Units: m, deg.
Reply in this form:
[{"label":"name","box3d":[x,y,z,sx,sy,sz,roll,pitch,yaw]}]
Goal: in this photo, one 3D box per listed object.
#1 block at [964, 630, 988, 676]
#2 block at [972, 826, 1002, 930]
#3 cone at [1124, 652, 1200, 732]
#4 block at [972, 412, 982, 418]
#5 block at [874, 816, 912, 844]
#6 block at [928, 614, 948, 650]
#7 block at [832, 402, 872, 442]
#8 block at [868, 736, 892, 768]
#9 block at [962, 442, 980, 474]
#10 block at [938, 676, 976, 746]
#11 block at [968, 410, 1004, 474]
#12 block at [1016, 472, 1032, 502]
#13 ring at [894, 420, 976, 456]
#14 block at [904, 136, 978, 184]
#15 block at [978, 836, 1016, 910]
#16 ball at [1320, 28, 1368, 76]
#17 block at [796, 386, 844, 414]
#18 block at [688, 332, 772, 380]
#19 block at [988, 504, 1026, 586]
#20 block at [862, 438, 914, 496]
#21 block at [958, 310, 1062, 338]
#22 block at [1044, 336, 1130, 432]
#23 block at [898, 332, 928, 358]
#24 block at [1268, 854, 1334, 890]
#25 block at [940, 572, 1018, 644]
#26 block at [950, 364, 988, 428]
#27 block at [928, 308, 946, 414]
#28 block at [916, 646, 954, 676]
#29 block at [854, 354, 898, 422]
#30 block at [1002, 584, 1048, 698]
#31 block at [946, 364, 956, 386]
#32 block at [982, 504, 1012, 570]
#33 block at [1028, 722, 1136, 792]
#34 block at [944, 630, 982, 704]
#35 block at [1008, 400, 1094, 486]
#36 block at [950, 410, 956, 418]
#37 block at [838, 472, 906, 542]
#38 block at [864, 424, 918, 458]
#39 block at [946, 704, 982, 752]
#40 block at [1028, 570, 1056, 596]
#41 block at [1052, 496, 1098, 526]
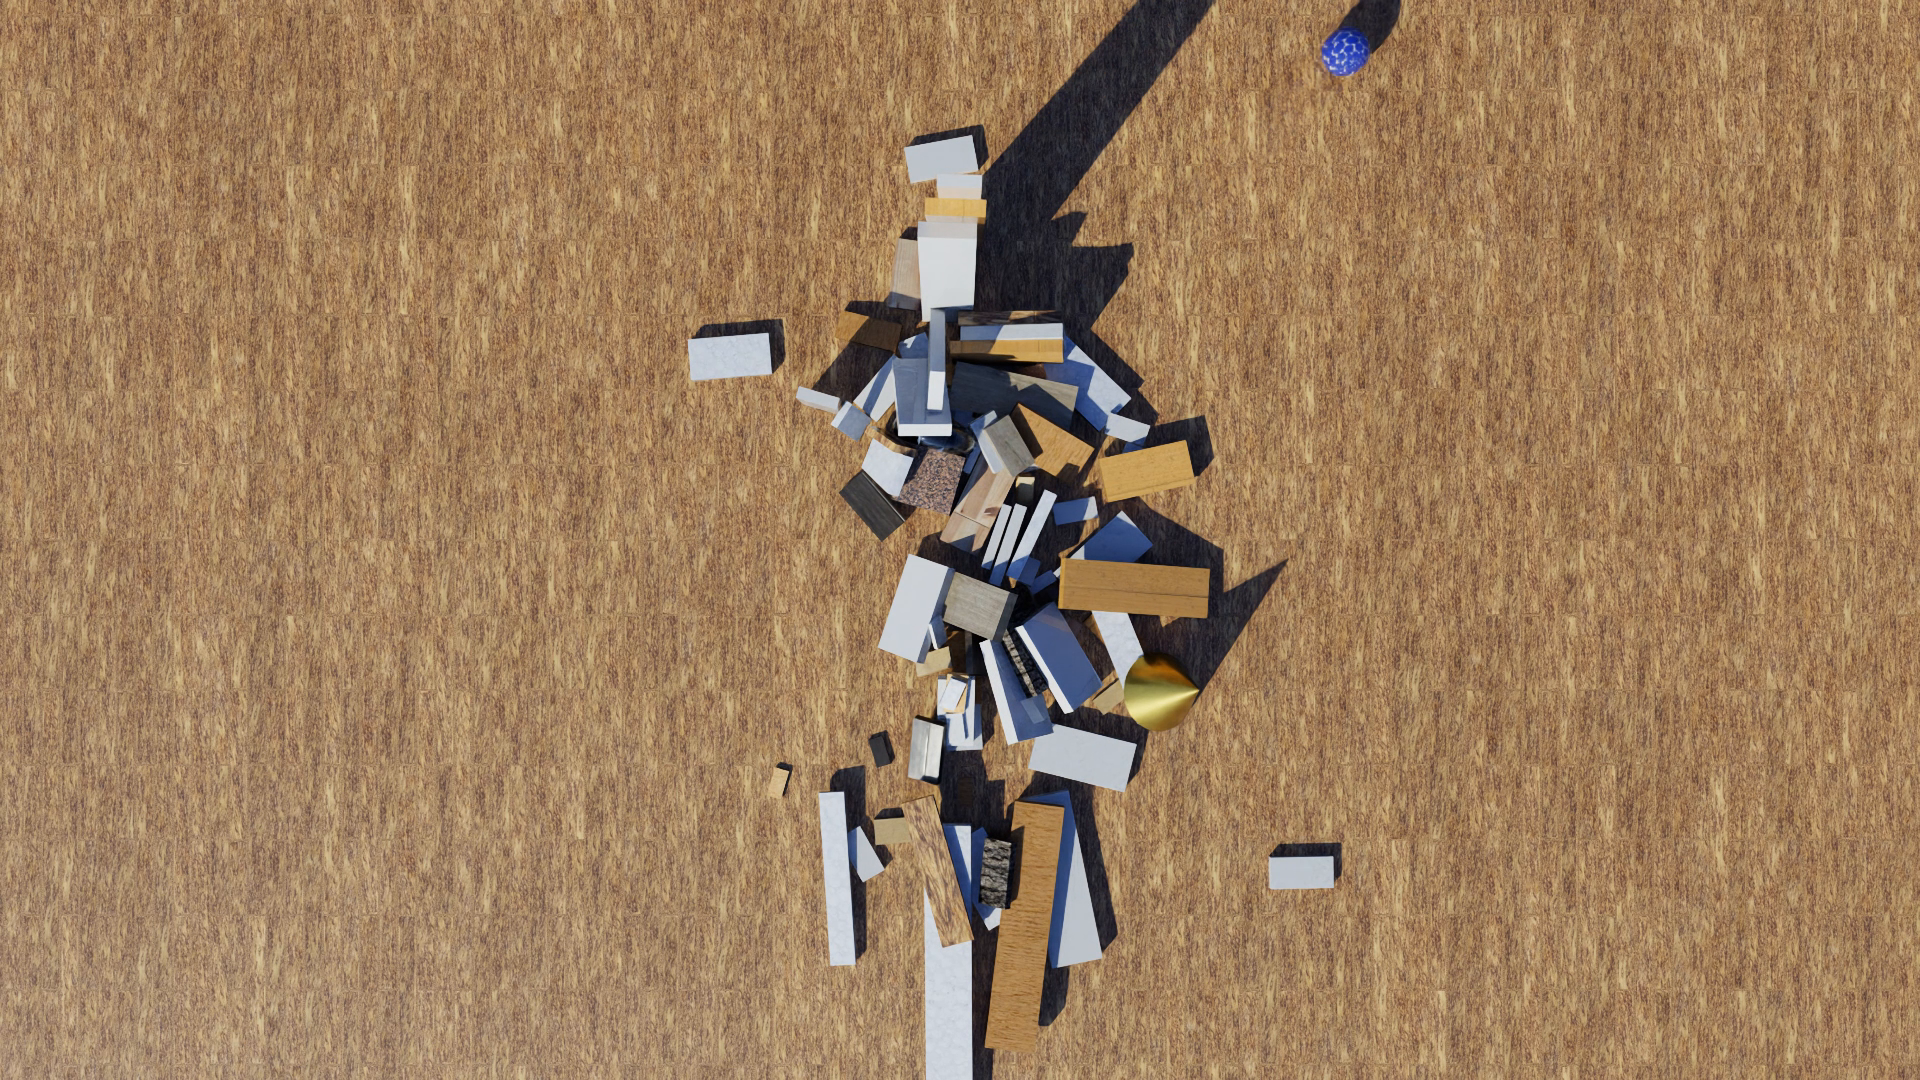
[{"label":"block","box3d":[0.067,0.337,5.432,0.109,0.031,0.218,8,76,-43]},{"label":"block","box3d":[0.086,1.120,5.478,0.153,0.043,0.307,-30,90,0]},{"label":"cone","box3d":[0.707,0.488,5.328,0.261,0.261,0.261,3,83,-22]},{"label":"block","box3d":[0.116,-0.426,5.463,0.140,0.020,0.070,12,92,-3]},{"label":"block","box3d":[-0.200,0.964,5.488,0.167,0.024,0.084,-5,90,0]},{"label":"block","box3d":[-0.072,0.301,5.407,0.053,0.015,0.106,-42,134,-34]},{"label":"block","box3d":[-0.355,-0.388,5.410,0.026,0.183,0.091,33,90,21]},{"label":"block","box3d":[-0.268,0.705,5.493,0.049,0.014,0.097,-18,90,0]},{"label":"block","box3d":[0.058,-0.304,5.416,0.026,0.091,0.183,24,90,-1]},{"label":"block","box3d":[-0.014,0.560,5.406,0.120,0.034,0.240,1,111,-1]},{"label":"block","box3d":[0.108,-0.319,5.365,0.092,0.026,0.184,-31,106,-11]},{"label":"block","box3d":[0.210,-0.173,5.473,0.050,0.014,0.101,0,114,0]},{"label":"ring","box3d":[-0.082,-0.345,5.369,0.280,0.280,0.093,16,95,0]},{"label":"block","box3d":[-0.062,-1.266,5.484,0.229,0.032,0.114,-10,90,0]},{"label":"block","box3d":[0.123,1.092,5.410,0.108,0.031,0.217,6,90,38]},{"label":"ball","box3d":[1.265,-1.603,5.423,0.154,0.154,0.154,0,90,0]},{"label":"block","box3d":[-0.451,-0.451,5.366,0.134,0.268,0.038,16,90,0]},{"label":"block","box3d":[-0.763,-0.608,5.481,0.268,0.038,0.134,-5,90,0]},{"label":"block","box3d":[0.156,0.016,5.432,0.039,0.136,0.273,19,90,0]},{"label":"block","box3d":[-0.237,-0.251,5.362,0.038,0.268,0.134,16,104,-27]},{"label":"block","box3d":[0.161,-0.708,5.414,0.334,0.167,0.047,-1,84,0]},{"label":"block","box3d":[0.404,-0.520,5.478,0.305,0.043,0.153,44,90,0]},{"label":"block","box3d":[-0.125,-0.576,5.485,0.103,0.029,0.206,-22,90,0]},{"label":"block","box3d":[1.135,1.104,5.485,0.209,0.030,0.104,-1,90,0]},{"label":"block","box3d":[0.030,0.207,5.372,0.328,0.046,0.164,20,90,42]},{"label":"block","box3d":[0.044,-0.482,5.485,0.103,0.029,0.206,38,90,0]},{"label":"block","box3d":[-0.076,-0.576,5.276,0.047,0.330,0.165,3,134,-3]},{"label":"block","box3d":[-0.084,0.402,5.451,0.136,0.019,0.068,-18,72,28]},{"label":"block","box3d":[-0.246,-0.503,5.469,0.103,0.029,0.206,41,97,4]},{"label":"block","box3d":[0.217,0.330,5.422,0.049,0.171,0.343,-25,90,44]},{"label":"block","box3d":[-0.059,-0.544,5.461,0.139,0.020,0.070,-4,90,0]},{"label":"block","box3d":[0.119,-0.011,5.446,0.031,0.109,0.218,19,90,0]},{"label":"block","box3d":[0.405,0.715,5.477,0.329,0.047,0.164,14,90,0]},{"label":"block","box3d":[0.009,0.422,5.455,0.120,0.034,0.240,-1,79,0]},{"label":"block","box3d":[0.278,-0.318,5.414,0.293,0.042,0.147,30,107,-8]},{"label":"block","box3d":[-0.092,-0.424,5.447,0.140,0.070,0.020,17,113,15]},{"label":"block","box3d":[-0.291,-0.111,5.485,0.109,0.031,0.218,-41,90,0]},{"label":"block","box3d":[-0.222,-0.319,5.299,0.091,0.183,0.026,12,106,-40]},{"label":"block","box3d":[0.009,0.576,5.483,0.120,0.034,0.240,-3,90,0]},{"label":"block","box3d":[0.273,0.143,5.493,0.096,0.014,0.048,-30,90,0]},{"label":"block","box3d":[0.383,-0.097,5.490,0.143,0.020,0.072,-11,90,0]}]
